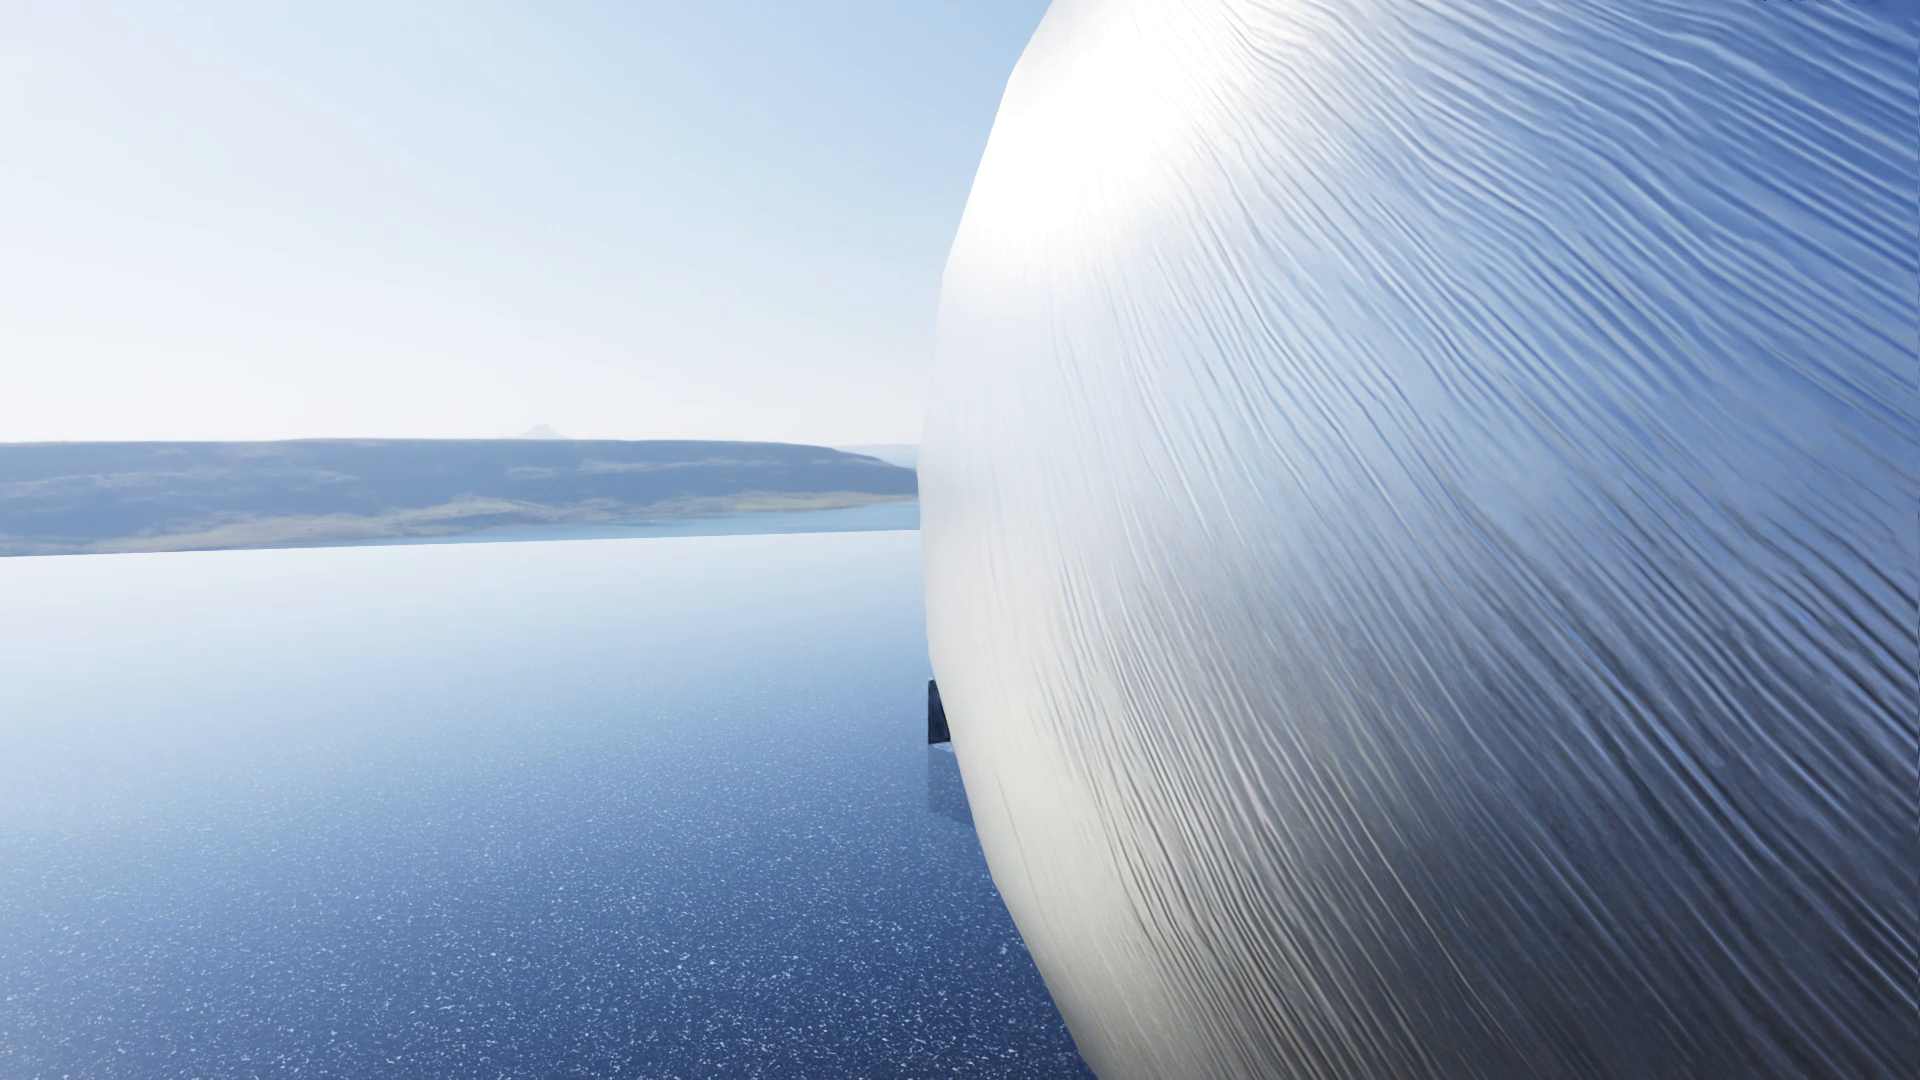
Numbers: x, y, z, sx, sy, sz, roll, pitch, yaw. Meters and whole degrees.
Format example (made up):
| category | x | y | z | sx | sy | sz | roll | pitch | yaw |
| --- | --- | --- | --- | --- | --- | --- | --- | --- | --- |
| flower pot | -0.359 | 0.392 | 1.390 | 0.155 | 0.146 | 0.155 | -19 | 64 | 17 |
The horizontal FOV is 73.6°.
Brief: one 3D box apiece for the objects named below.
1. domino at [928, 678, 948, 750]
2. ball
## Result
| category | x | y | z | sx | sy | sz | roll | pitch | yaw |
| --- | --- | --- | --- | --- | --- | --- | --- | --- | --- |
| domino | 0.021 | 0.025 | 0.169 | 0.025 | 0.010 | 0.050 | -3 | 5 | -38 |
| ball | 0.038 | -0.002 | 0.054 | 0.080 | 0.080 | 0.080 | 0 | 4 | 0 |
